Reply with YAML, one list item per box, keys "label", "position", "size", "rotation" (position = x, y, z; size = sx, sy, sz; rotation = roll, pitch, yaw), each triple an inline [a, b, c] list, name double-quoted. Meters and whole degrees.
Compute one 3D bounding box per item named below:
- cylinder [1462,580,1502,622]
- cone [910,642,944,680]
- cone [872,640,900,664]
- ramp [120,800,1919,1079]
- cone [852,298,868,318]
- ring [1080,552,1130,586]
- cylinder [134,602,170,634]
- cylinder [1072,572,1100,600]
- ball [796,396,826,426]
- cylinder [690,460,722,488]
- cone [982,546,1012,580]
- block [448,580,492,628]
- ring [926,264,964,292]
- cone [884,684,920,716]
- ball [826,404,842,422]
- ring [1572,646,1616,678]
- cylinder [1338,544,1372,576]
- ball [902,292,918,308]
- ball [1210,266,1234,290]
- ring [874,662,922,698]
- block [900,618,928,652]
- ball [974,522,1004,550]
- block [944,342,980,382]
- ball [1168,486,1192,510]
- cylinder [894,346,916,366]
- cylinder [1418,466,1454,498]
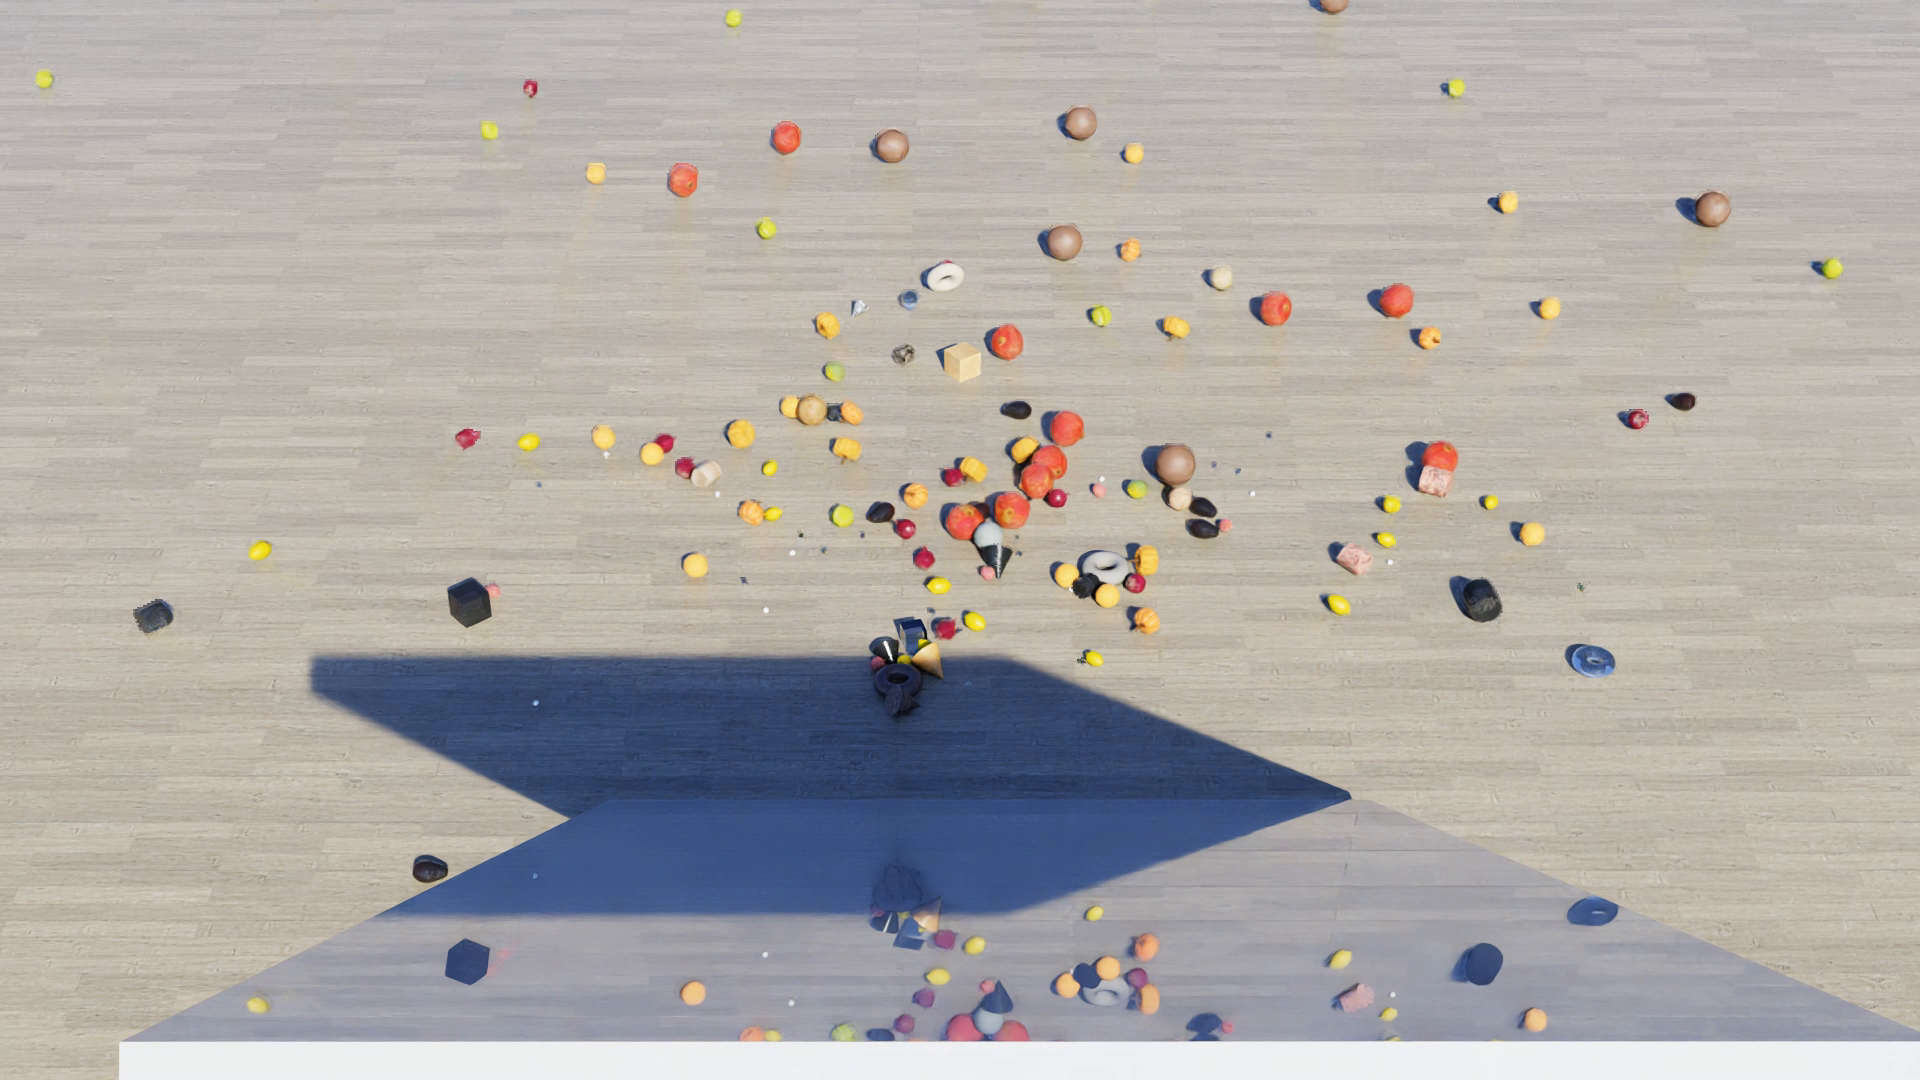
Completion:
- label: "cylinder"
  position: [1.530, 0.178, 7.621]
  size: [0.091, 0.091, 0.091]
  rotation: [-4, 35, -5]
- label: "cone"
  position: [-0.074, 0.360, 7.404]
  size: [0.098, 0.098, 0.098]
  rotation: [-26, 70, -32]
- label: "cone"
  position: [-0.197, 0.341, 7.437]
  size: [0.082, 0.082, 0.082]
  rotation: [-15, 64, -19]
- label: "ramp"
  position: [0.078, 0.667, 4.847]
  size: [2.000, 0.100, 4.000]
  rotation: [0, -2, 0]
- label: "cone"
  position: [-0.360, -0.797, 9.054]
  size: [0.061, 0.061, 0.061]
  rotation: [27, 70, 32]
- label: "ring"
  position: [0.435, 0.086, 7.789]
  size: [0.146, 0.049, 0.146]
  rotation: [-1, 36, 1]
- label: "cylinder"
  position: [-2.350, 0.228, 7.567]
  size: [0.073, 0.073, 0.073]
  rotation: [-29, 44, -34]
- label: "cylinder"
  position: [0.376, 0.137, 7.707]
  size: [0.060, 0.060, 0.060]
  rotation: [-28, 44, -34]
- label: "ball"
  position: [-0.483, -0.420, 8.461]
  size: [0.098, 0.098, 0.098]
  rotation: [0, 35, 0]
- label: "cylinder"
  position: [-0.800, -0.206, 8.183]
  size: [0.069, 0.069, 0.069]
  rotation: [23, 38, 28]
- label: "cone"
  position: [0.114, 0.080, 7.802]
  size: [0.093, 0.093, 0.093]
  rotation: [-1, 62, -1]
- label: "block"
  position: [-1.436, 0.187, 7.612]
  size: [0.087, 0.087, 0.087]
  rotation: [-27, 43, -32]
- label: "ring"
  position: [-0.052, -0.925, 9.152]
  size: [0.136, 0.136, 0.045]
  rotation: [-10, 61, -14]
- label: "cone"
  position: [-0.147, 0.456, 7.272]
  size: [0.092, 0.092, 0.092]
  rotation: [15, 27, -29]
- label: "ball"
  position: [-0.414, -0.416, 8.493]
  size: [0.054, 0.054, 0.054]
  rotation: [0, 35, 0]
- label: "ring"
  position: [1.812, 0.348, 7.425]
  size: [0.124, 0.041, 0.124]
  rotation: [1, 36, -1]
- label: "cylinder"
  position: [1.186, 0.059, 7.806]
  size: [0.072, 0.072, 0.072]
  rotation: [-26, 43, -31]
- label: "ball"
  position: [-0.175, -0.839, 9.083]
  size: [0.062, 0.062, 0.062]
  rotation: [0, 35, 0]
- label: "ball"
  position: [0.925, -0.926, 9.187]
  size: [0.084, 0.084, 0.084]
  rotation: [0, 35, 0]
- label: "ring"
  position: [-0.175, 0.400, 7.345]
  size: [0.141, 0.047, 0.141]
  rotation: [-2, 36, 1]
- label: "block"
  position: [-0.134, 0.276, 7.506]
  size: [0.063, 0.063, 0.063]
  rotation: [-10, 37, -14]
- label: "ball"
  position: [0.087, -0.011, 7.888]
  size: [0.091, 0.091, 0.091]
  rotation: [0, 35, 0]
- label: "block"
  position: [0.009, -0.598, 8.721]
  size: [0.087, 0.087, 0.087]
  rotation: [-23, 41, -29]
- label: "ball"
  position: [0.683, -0.128, 8.069]
  size: [0.074, 0.074, 0.074]
  rotation: [0, 35, 0]
- label: "cylinder"
  position: [-0.186, -0.624, 8.787]
  size: [0.054, 0.054, 0.054]
  rotation: [-27, 43, -32]
- label: "cylinder"
  position: [1.491, -0.183, 8.137]
  size: [0.085, 0.085, 0.085]
  rotation: [16, 38, 21]
